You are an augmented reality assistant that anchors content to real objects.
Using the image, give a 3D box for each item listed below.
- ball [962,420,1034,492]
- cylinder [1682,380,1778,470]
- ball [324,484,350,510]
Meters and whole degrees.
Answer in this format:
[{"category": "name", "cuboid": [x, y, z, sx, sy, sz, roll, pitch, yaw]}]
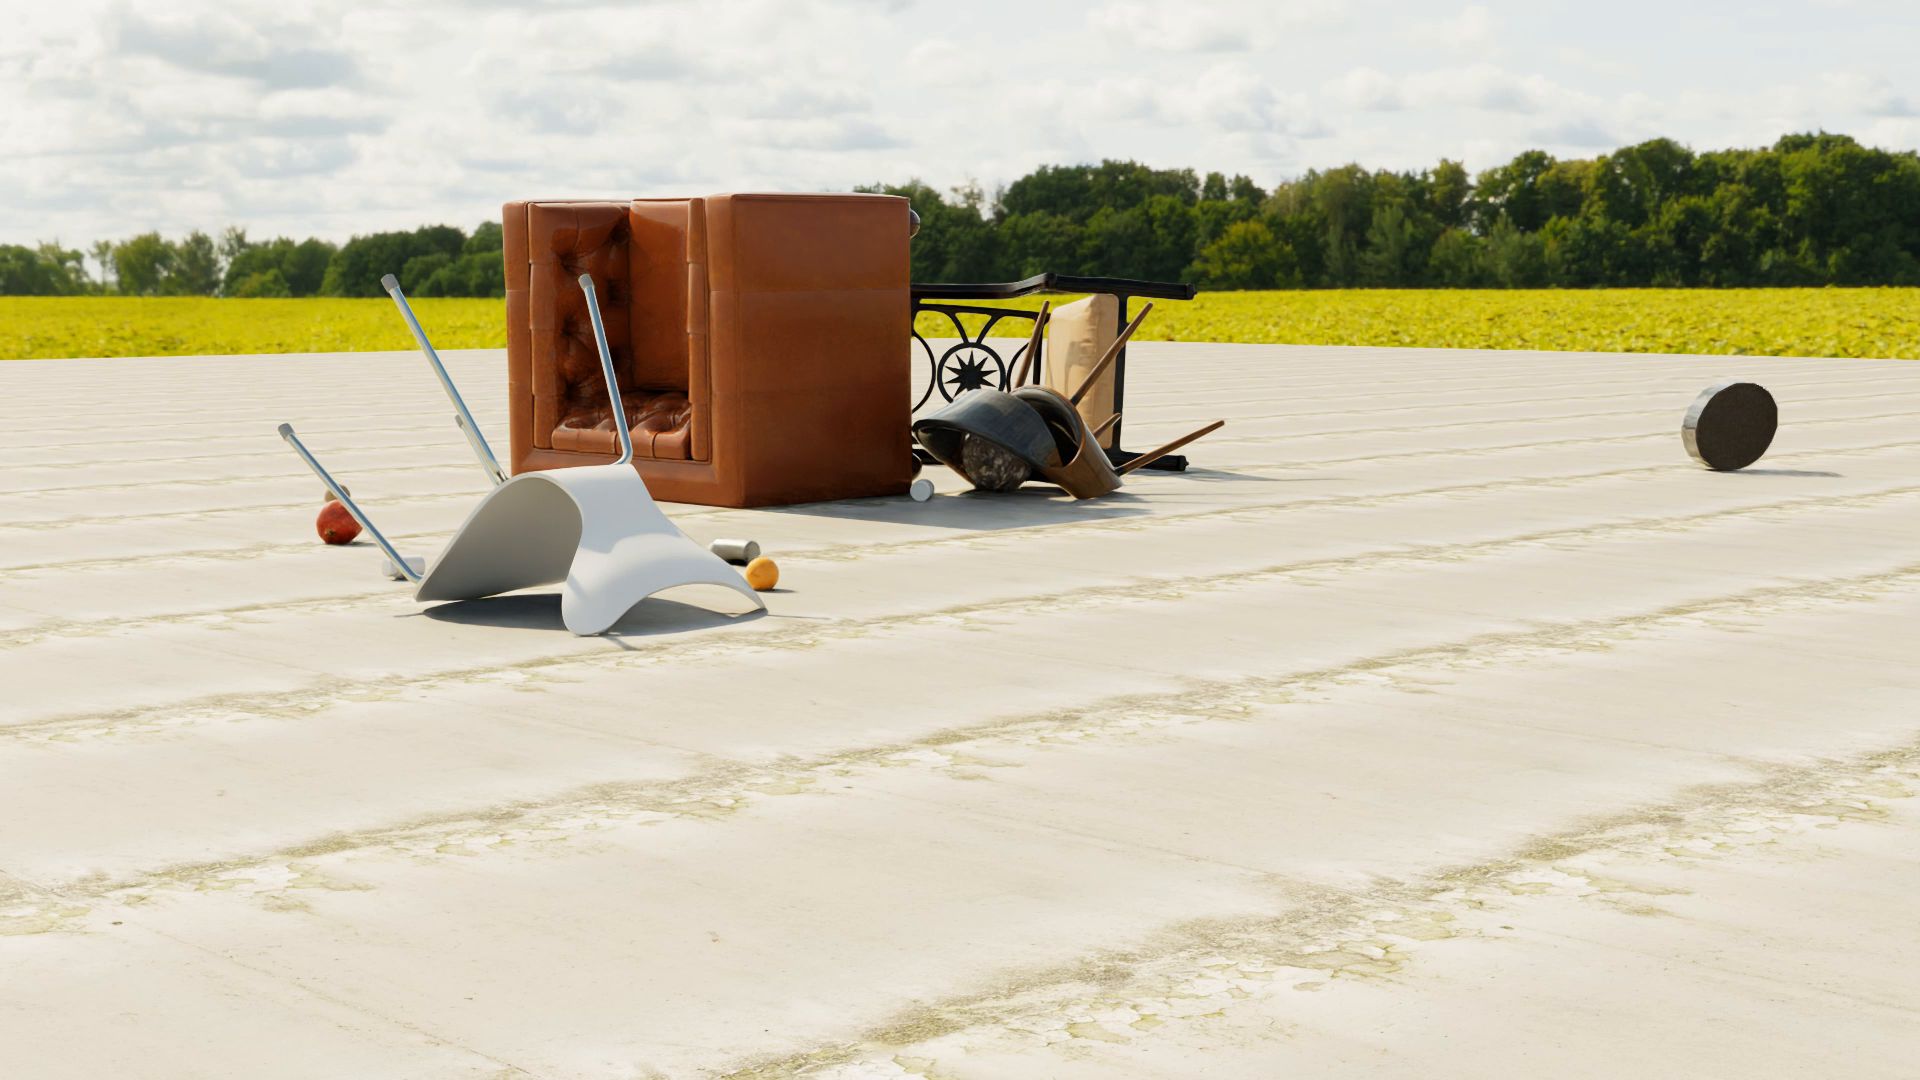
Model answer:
[{"category": "ball", "cuboid": [0.118, -0.253, 7.807, 0.218, 0.218, 0.218, 0, 6, 0]}, {"category": "cylinder", "cuboid": [2.608, -0.388, 8.696, 0.257, 0.313, 0.168, 33, 5, -3]}, {"category": "ball", "cuboid": [-1.760, -0.124, 7.250, 0.074, 0.074, 0.074, 0, 6, 0]}]
